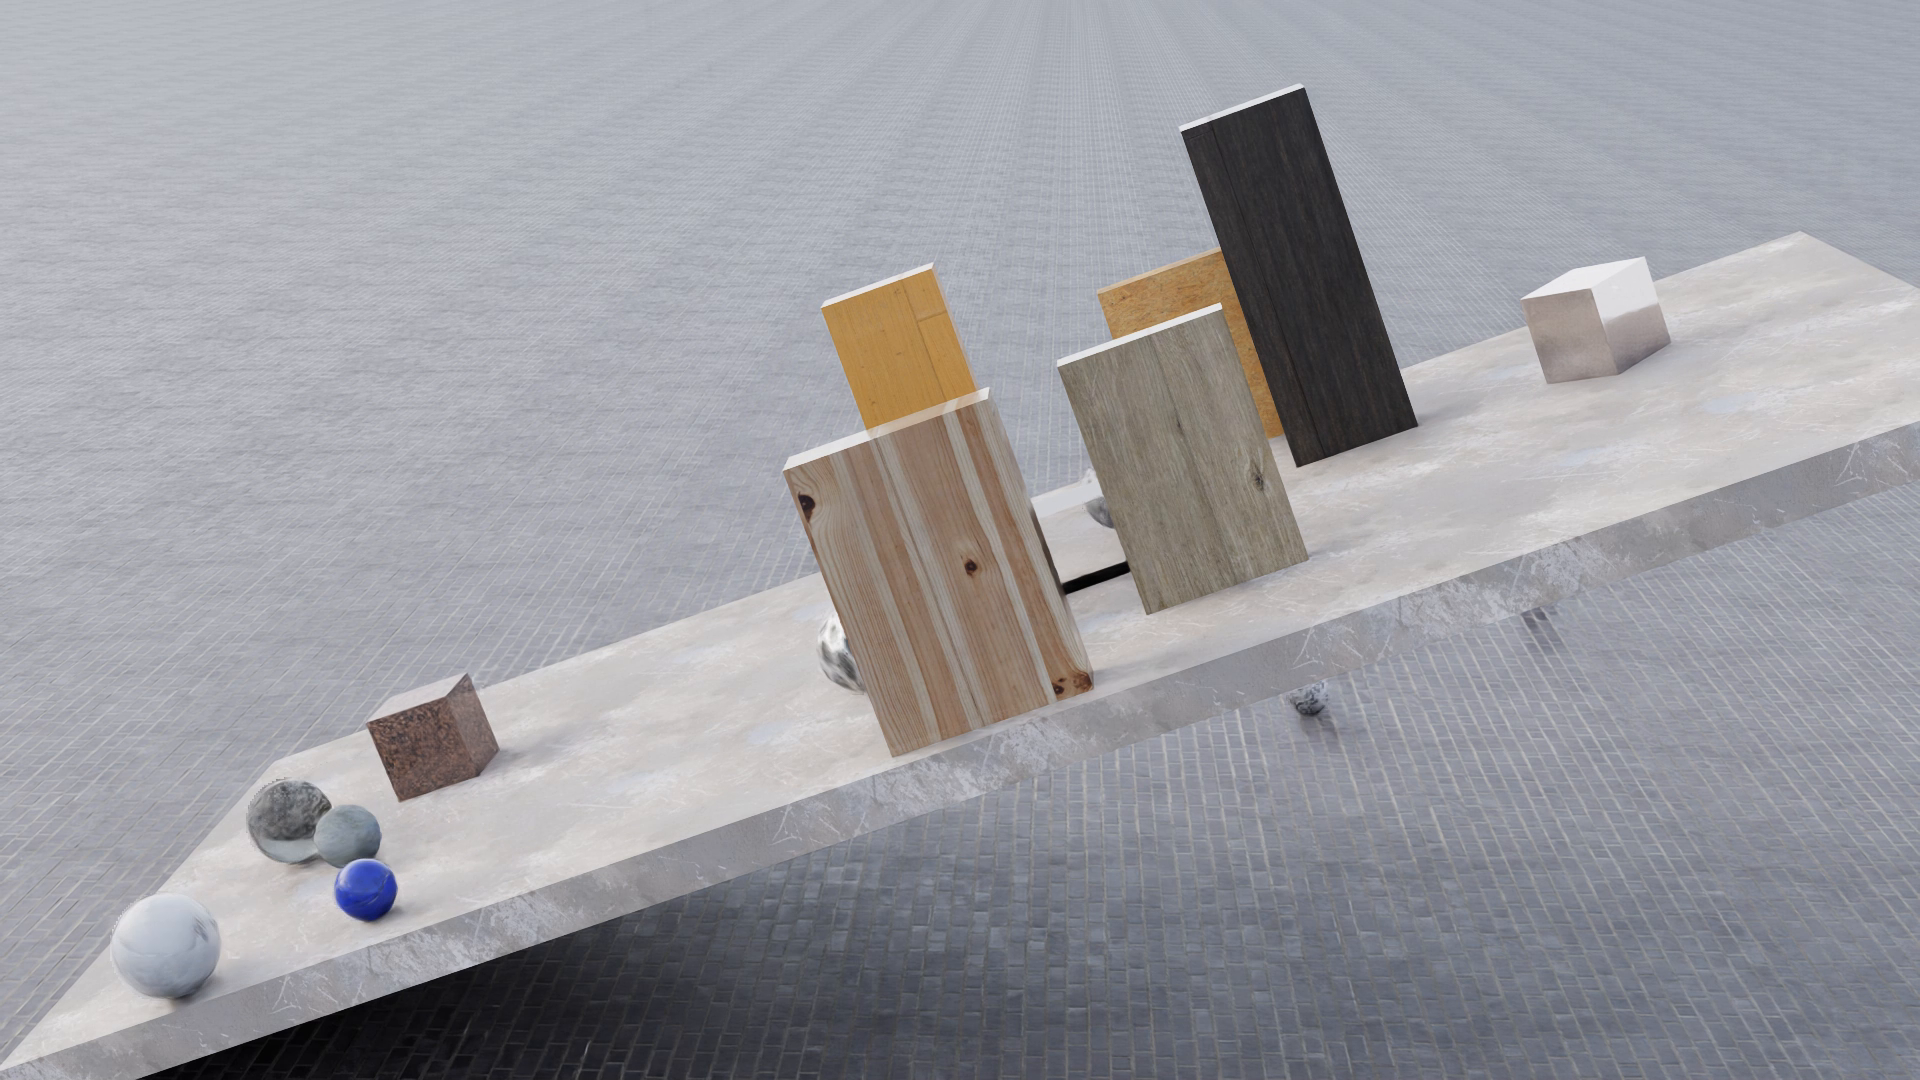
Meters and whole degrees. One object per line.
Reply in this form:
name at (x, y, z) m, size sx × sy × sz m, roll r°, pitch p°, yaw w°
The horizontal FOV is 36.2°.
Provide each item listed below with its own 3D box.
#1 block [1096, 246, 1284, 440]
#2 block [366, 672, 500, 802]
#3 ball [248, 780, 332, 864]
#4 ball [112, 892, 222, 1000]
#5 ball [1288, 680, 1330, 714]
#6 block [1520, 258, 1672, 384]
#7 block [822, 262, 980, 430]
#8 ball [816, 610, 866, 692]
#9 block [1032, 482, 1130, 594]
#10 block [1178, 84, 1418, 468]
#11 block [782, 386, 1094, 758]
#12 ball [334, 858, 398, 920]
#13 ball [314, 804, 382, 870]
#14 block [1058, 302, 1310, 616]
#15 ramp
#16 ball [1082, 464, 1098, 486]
block at (0.587, -0.435, 6.926) m, size 0.397 × 0.459 × 0.081 m, roll -19°, pitch 11°, yaw 6°
block at (-1.176, 0.439, 6.574) m, size 0.194 × 0.194 × 0.194 m, roll -18°, pitch 11°, yaw 9°
ball at (-1.428, 0.601, 6.281) m, size 0.181 × 0.181 × 0.181 m, roll 0°, pitch 13°, yaw 0°
ball at (-1.502, 0.769, 5.570) m, size 0.201 × 0.201 × 0.201 m, roll 0°, pitch 13°, yaw 0°
ball at (0.978, 0.429, 8.237) m, size 0.118 × 0.118 × 0.118 m, roll 0°, pitch 13°, yaw 0°
block at (1.381, -0.476, 6.393) m, size 0.199 × 0.199 × 0.199 m, roll -29°, pitch 14°, yaw -36°
block at (-0.043, -0.185, 6.129) m, size 0.242 × 0.740 × 0.101 m, roll -19°, pitch 11°, yaw 6°
ball at (-0.197, 0.216, 5.934) m, size 0.183 × 0.183 × 0.183 m, roll 0°, pitch 13°, yaw 0°
block at (0.251, -0.003, 6.211) m, size 0.172 × 0.172 × 0.172 m, roll -19°, pitch 11°, yaw 4°
block at (0.747, -0.582, 6.491) m, size 0.282 × 0.788 × 0.129 m, roll -19°, pitch 11°, yaw 6°
block at (-0.035, 0.060, 5.392) m, size 0.393 × 0.571 × 0.128 m, roll -19°, pitch 11°, yaw 6°
ball at (-1.134, 0.667, 5.614) m, size 0.119 × 0.119 × 0.119 m, roll 0°, pitch 13°, yaw 0°
ball at (-1.261, 0.612, 6.057) m, size 0.135 × 0.135 × 0.135 m, roll 0°, pitch 13°, yaw 0°
block at (0.434, -0.156, 5.715) m, size 0.334 × 0.521 × 0.084 m, roll -19°, pitch 11°, yaw 6°
ramp at (0.114, 0.177, 6.299) m, size 4.000 × 0.100 × 2.000 m, roll -19°, pitch 11°, yaw 6°
ball at (0.353, -0.116, 6.596) m, size 0.160 × 0.160 × 0.160 m, roll 0°, pitch 13°, yaw 0°
